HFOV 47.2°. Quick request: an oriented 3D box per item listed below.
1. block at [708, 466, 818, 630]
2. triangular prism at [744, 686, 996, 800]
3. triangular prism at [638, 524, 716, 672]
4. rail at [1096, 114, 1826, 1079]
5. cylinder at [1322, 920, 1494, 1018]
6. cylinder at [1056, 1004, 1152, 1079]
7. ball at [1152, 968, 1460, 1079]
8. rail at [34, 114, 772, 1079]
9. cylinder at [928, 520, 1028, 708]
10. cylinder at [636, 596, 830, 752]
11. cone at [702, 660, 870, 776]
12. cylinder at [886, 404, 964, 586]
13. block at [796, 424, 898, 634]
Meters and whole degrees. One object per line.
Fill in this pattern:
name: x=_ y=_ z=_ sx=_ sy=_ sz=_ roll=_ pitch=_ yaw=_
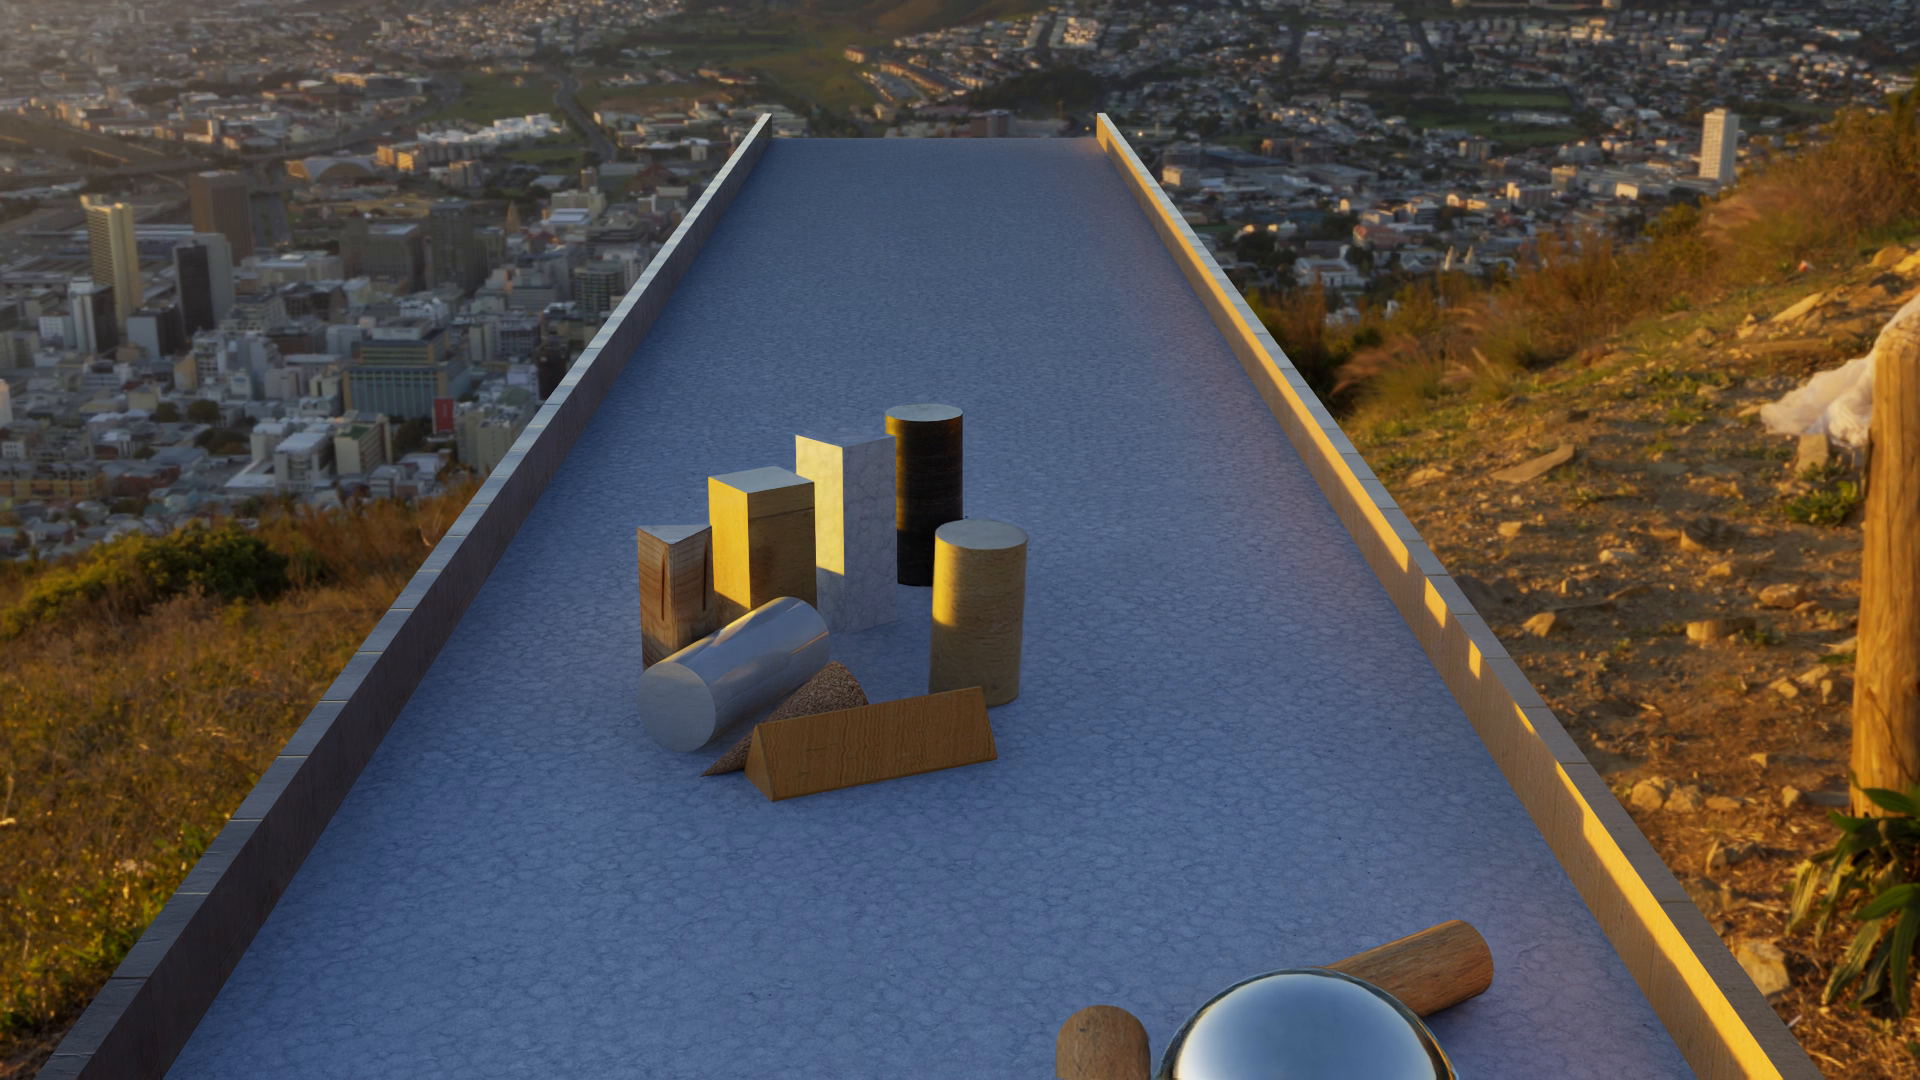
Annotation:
block: x=-0.392 y=0.057 z=4.390 sx=0.153 sy=0.369 sz=0.153 roll=-11 pitch=20 yaw=-34
triangular prism: x=-0.155 y=0.343 z=3.860 sx=0.428 sy=0.115 sz=0.133 roll=-8 pitch=18 yaw=-25
triangular prism: x=-0.516 y=0.144 z=4.147 sx=0.119 sy=0.340 sz=0.138 roll=-11 pitch=20 yaw=-33
rail: x=0.932 y=-0.844 z=7.801 sx=0.050 sy=0.150 sz=12.000 roll=0 pitch=17 yaw=-1
cylinder: x=0.549 y=0.614 z=2.970 sx=0.378 sy=0.109 sz=0.109 roll=-11 pitch=20 yaw=-33
cylinder: x=0.174 y=0.706 z=2.645 sx=0.119 sy=0.119 sz=0.384 roll=1 pitch=17 yaw=3
ball: x=0.381 y=0.650 z=2.419 sx=0.354 sy=0.354 sz=0.354 roll=0 pitch=17 yaw=0
rail: x=-1.118 y=-0.838 z=7.780 sx=0.050 sy=0.150 sz=12.000 roll=0 pitch=17 yaw=-1
cylinder: x=0.033 y=0.139 z=4.181 sx=0.175 sy=0.319 sz=0.175 roll=2 pitch=19 yaw=-1
cylinder: x=-0.417 y=0.245 z=4.107 sx=0.170 sy=0.170 sz=0.416 roll=8 pitch=18 yaw=25
cone: x=-0.326 y=0.353 z=3.899 sx=0.314 sy=0.165 sz=0.165 roll=-25 pitch=26 yaw=-24
cylinder: x=-0.079 y=-0.102 z=4.908 sx=0.172 sy=0.377 sz=0.172 roll=0 pitch=17 yaw=0
block: x=-0.236 y=-0.025 z=4.607 sx=0.147 sy=0.400 sz=0.147 roll=-15 pitch=22 yaw=-41
